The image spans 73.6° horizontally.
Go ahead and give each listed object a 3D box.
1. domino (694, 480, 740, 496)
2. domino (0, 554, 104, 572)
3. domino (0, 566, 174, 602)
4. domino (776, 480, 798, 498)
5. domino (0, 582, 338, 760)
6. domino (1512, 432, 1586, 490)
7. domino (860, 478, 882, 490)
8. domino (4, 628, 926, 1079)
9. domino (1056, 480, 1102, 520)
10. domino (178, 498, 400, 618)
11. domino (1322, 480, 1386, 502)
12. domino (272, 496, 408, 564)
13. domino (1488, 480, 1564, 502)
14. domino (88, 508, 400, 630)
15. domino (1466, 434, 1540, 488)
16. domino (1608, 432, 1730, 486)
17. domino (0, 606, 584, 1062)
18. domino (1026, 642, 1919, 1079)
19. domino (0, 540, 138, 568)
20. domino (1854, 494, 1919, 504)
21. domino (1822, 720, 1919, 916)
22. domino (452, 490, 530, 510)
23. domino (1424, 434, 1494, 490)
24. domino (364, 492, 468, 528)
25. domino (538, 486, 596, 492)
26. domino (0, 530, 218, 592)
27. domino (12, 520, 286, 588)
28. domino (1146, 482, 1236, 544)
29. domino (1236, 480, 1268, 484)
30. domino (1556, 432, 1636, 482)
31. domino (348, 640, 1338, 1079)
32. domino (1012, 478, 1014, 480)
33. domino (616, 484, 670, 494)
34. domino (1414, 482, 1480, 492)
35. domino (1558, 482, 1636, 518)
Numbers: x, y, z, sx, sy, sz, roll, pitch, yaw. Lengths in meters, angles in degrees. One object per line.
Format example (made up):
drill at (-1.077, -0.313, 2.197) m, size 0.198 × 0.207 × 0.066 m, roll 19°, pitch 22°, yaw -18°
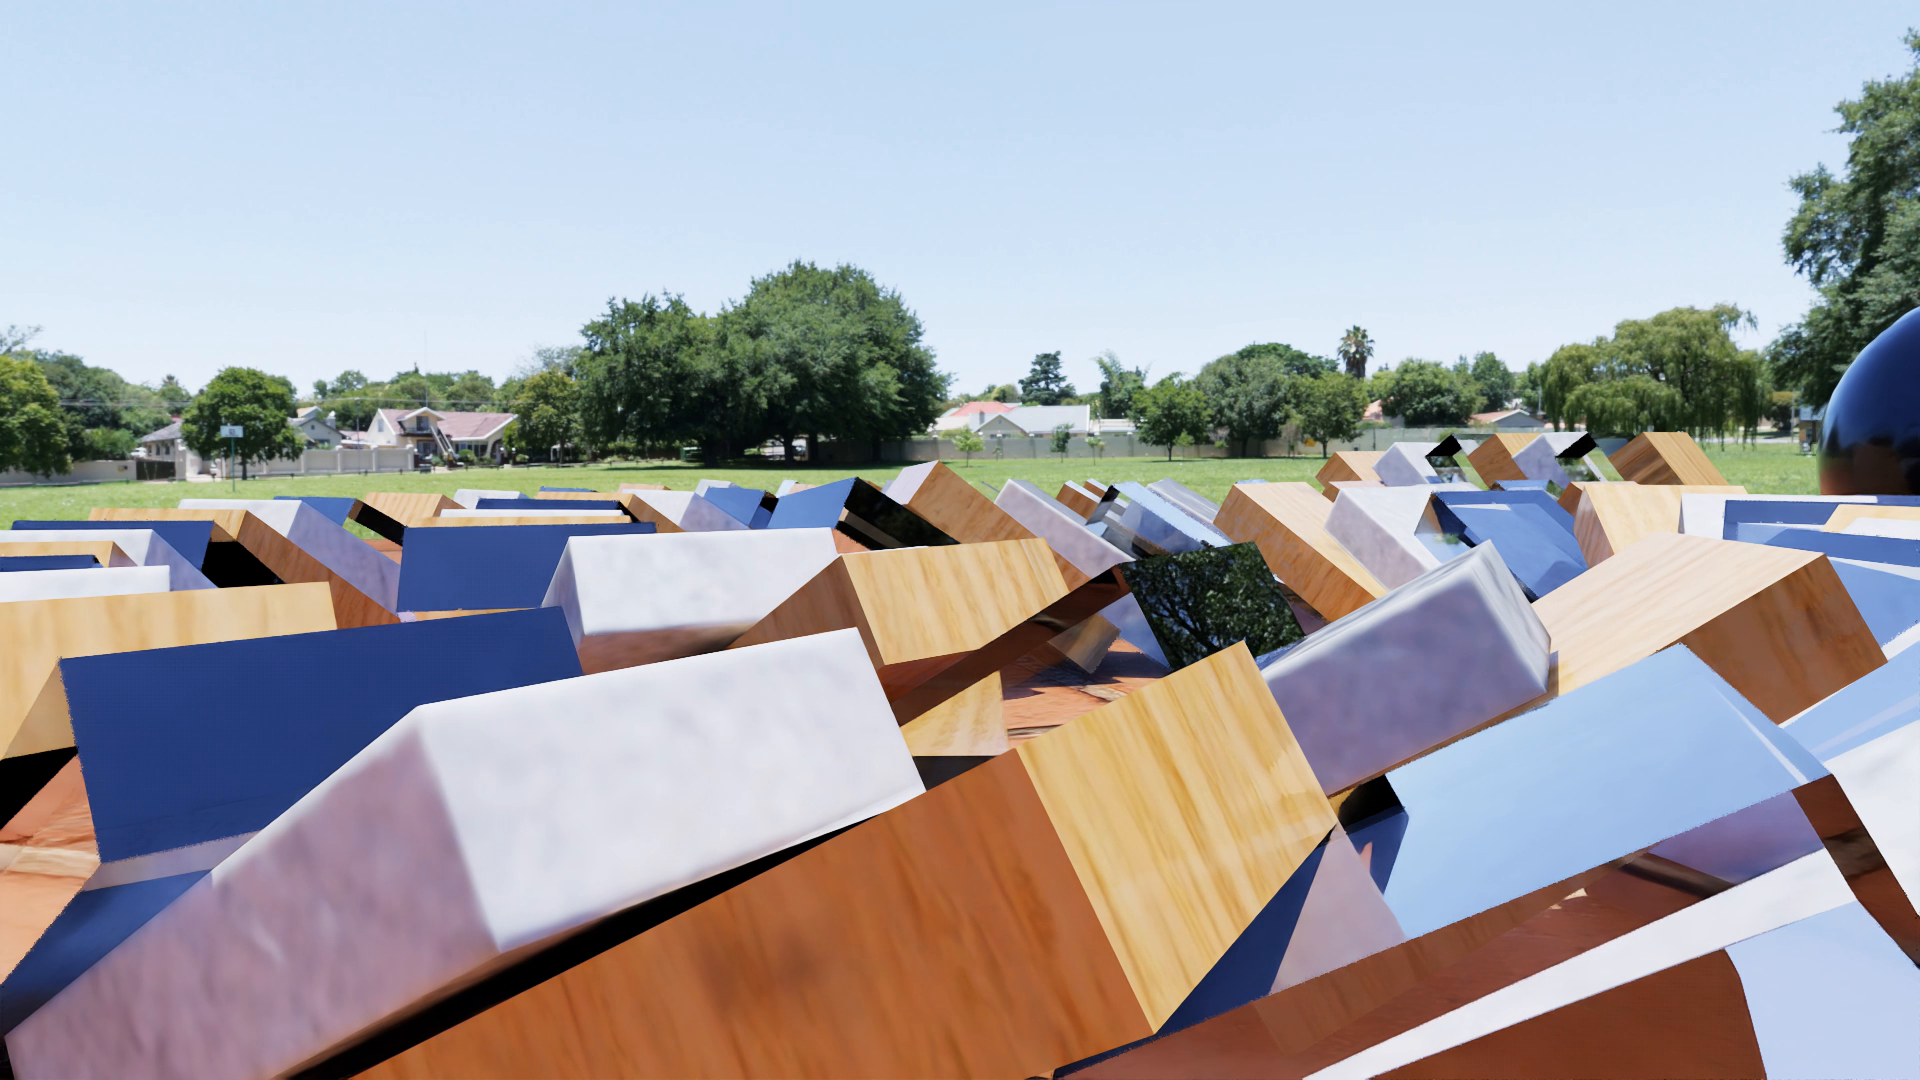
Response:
domino at (-0.044, 0.001, 0.330) m, size 0.050 × 0.010 × 0.025 m, roll 32°, pitch -11°, yaw -26°
domino at (-0.091, 0.017, 0.125) m, size 0.025 × 0.010 × 0.050 m, roll -2°, pitch -25°, yaw -17°
domino at (-0.079, 0.018, 0.107) m, size 0.025 × 0.009 × 0.050 m, roll -3°, pitch -25°, yaw -28°
domino at (-0.026, 0.000, 0.343) m, size 0.050 × 0.009 × 0.025 m, roll 29°, pitch -4°, yaw -14°
domino at (-0.064, 0.019, 0.092) m, size 0.025 × 0.009 × 0.050 m, roll -4°, pitch -25°, yaw -40°
domino at (0.156, -0.003, 0.307) m, size 0.025 × 0.050 × 0.009 m, roll -5°, pitch -32°, yaw -41°
domino at (-0.006, 0.000, 0.349) m, size 0.050 × 0.009 × 0.025 m, roll 29°, pitch -1°, yaw -10°
domino at (-0.029, 0.021, 0.070) m, size 0.050 × 0.010 × 0.025 m, roll -33°, pitch -15°, yaw 33°
domino at (0.045, 0.003, 0.305) m, size 0.050 × 0.009 × 0.025 m, roll 31°, pitch 8°, yaw 5°
domino at (-0.110, 0.009, 0.226) m, size 0.025 × 0.009 × 0.050 m, roll 1°, pitch -26°, yaw 18°
domino at (0.107, 0.004, 0.292) m, size 0.025 × 0.009 × 0.050 m, roll -4°, pitch 36°, yaw -47°
domino at (-0.106, 0.007, 0.248) m, size 0.025 × 0.010 × 0.050 m, roll 2°, pitch -25°, yaw 32°
domino at (0.133, 0.005, 0.264) m, size 0.025 × 0.009 × 0.050 m, roll -3°, pitch 38°, yaw -40°
domino at (-0.111, 0.011, 0.206) m, size 0.025 × 0.009 × 0.050 m, roll 1°, pitch -26°, yaw 9°
domino at (0.149, -0.004, 0.317) m, size 0.025 × 0.050 × 0.010 m, roll -4°, pitch -32°, yaw -41°
domino at (0.169, -0.001, 0.286) m, size 0.025 × 0.050 × 0.009 m, roll -4°, pitch -33°, yaw -40°
domino at (-0.046, 0.020, 0.080) m, size 0.025 × 0.010 × 0.050 m, roll -5°, pitch -23°, yaw -49°
domino at (0.011, 0.022, 0.056) m, size 0.050 × 0.010 × 0.025 m, roll -30°, pitch -7°, yaw 20°
domino at (-0.099, 0.015, 0.144) m, size 0.025 × 0.009 × 0.050 m, roll -1°, pitch -25°, yaw -11°
domino at (0.169, 0.010, 0.209) m, size 0.025 × 0.009 × 0.050 m, roll 2°, pitch 34°, yaw 7°
domino at (0.032, 0.022, 0.053) m, size 0.050 × 0.009 × 0.025 m, roll -30°, pitch -2°, yaw 13°
domino at (-0.086, 0.005, 0.284) m, size 0.025 × 0.009 × 0.050 m, roll 4°, pitch -24°, yaw 40°
domino at (0.142, -0.005, 0.327) m, size 0.025 × 0.050 × 0.009 m, roll -4°, pitch -33°, yaw -41°
domino at (-0.097, 0.006, 0.266) m, size 0.025 × 0.009 × 0.050 m, roll 3°, pitch -25°, yaw 35°
domino at (-0.074, 0.004, 0.300) m, size 0.025 × 0.009 × 0.050 m, roll 5°, pitch -23°, yaw 46°
domino at (-0.105, 0.014, 0.164) m, size 0.025 × 0.010 × 0.050 m, roll -1°, pitch -25°, yaw -5°
domino at (-0.108, 0.012, 0.184) m, size 0.025 × 0.009 × 0.050 m, roll 0°, pitch -25°, yaw -2°
domino at (0.065, 0.003, 0.303) m, size 0.050 × 0.009 × 0.025 m, roll 32°, pitch 12°, yaw 12°
domino at (0.086, 0.003, 0.299) m, size 0.050 × 0.010 × 0.025 m, roll 35°, pitch 19°, yaw 21°
domino at (0.161, -0.002, 0.295) m, size 0.025 × 0.050 × 0.009 m, roll -4°, pitch -33°, yaw -41°
domino at (-0.009, 0.021, 0.062) m, size 0.050 × 0.009 × 0.025 m, roll -31°, pitch -11°, yaw 27°
domino at (0.034, -0.001, 0.357) m, size 0.050 × 0.009 × 0.025 m, roll 29°, pitch 4°, yaw -1°
domino at (-0.060, 0.002, 0.316) m, size 0.050 × 0.009 × 0.025 m, roll 33°, pitch -16°, yaw -34°
domino at (0.123, 0.005, 0.279) m, size 0.025 × 0.009 × 0.050 m, roll -4°, pitch 36°, yaw -41°
domino at (0.141, 0.007, 0.247) m, size 0.025 × 0.009 × 0.050 m, roll -2°, pitch 37°, yaw -36°
